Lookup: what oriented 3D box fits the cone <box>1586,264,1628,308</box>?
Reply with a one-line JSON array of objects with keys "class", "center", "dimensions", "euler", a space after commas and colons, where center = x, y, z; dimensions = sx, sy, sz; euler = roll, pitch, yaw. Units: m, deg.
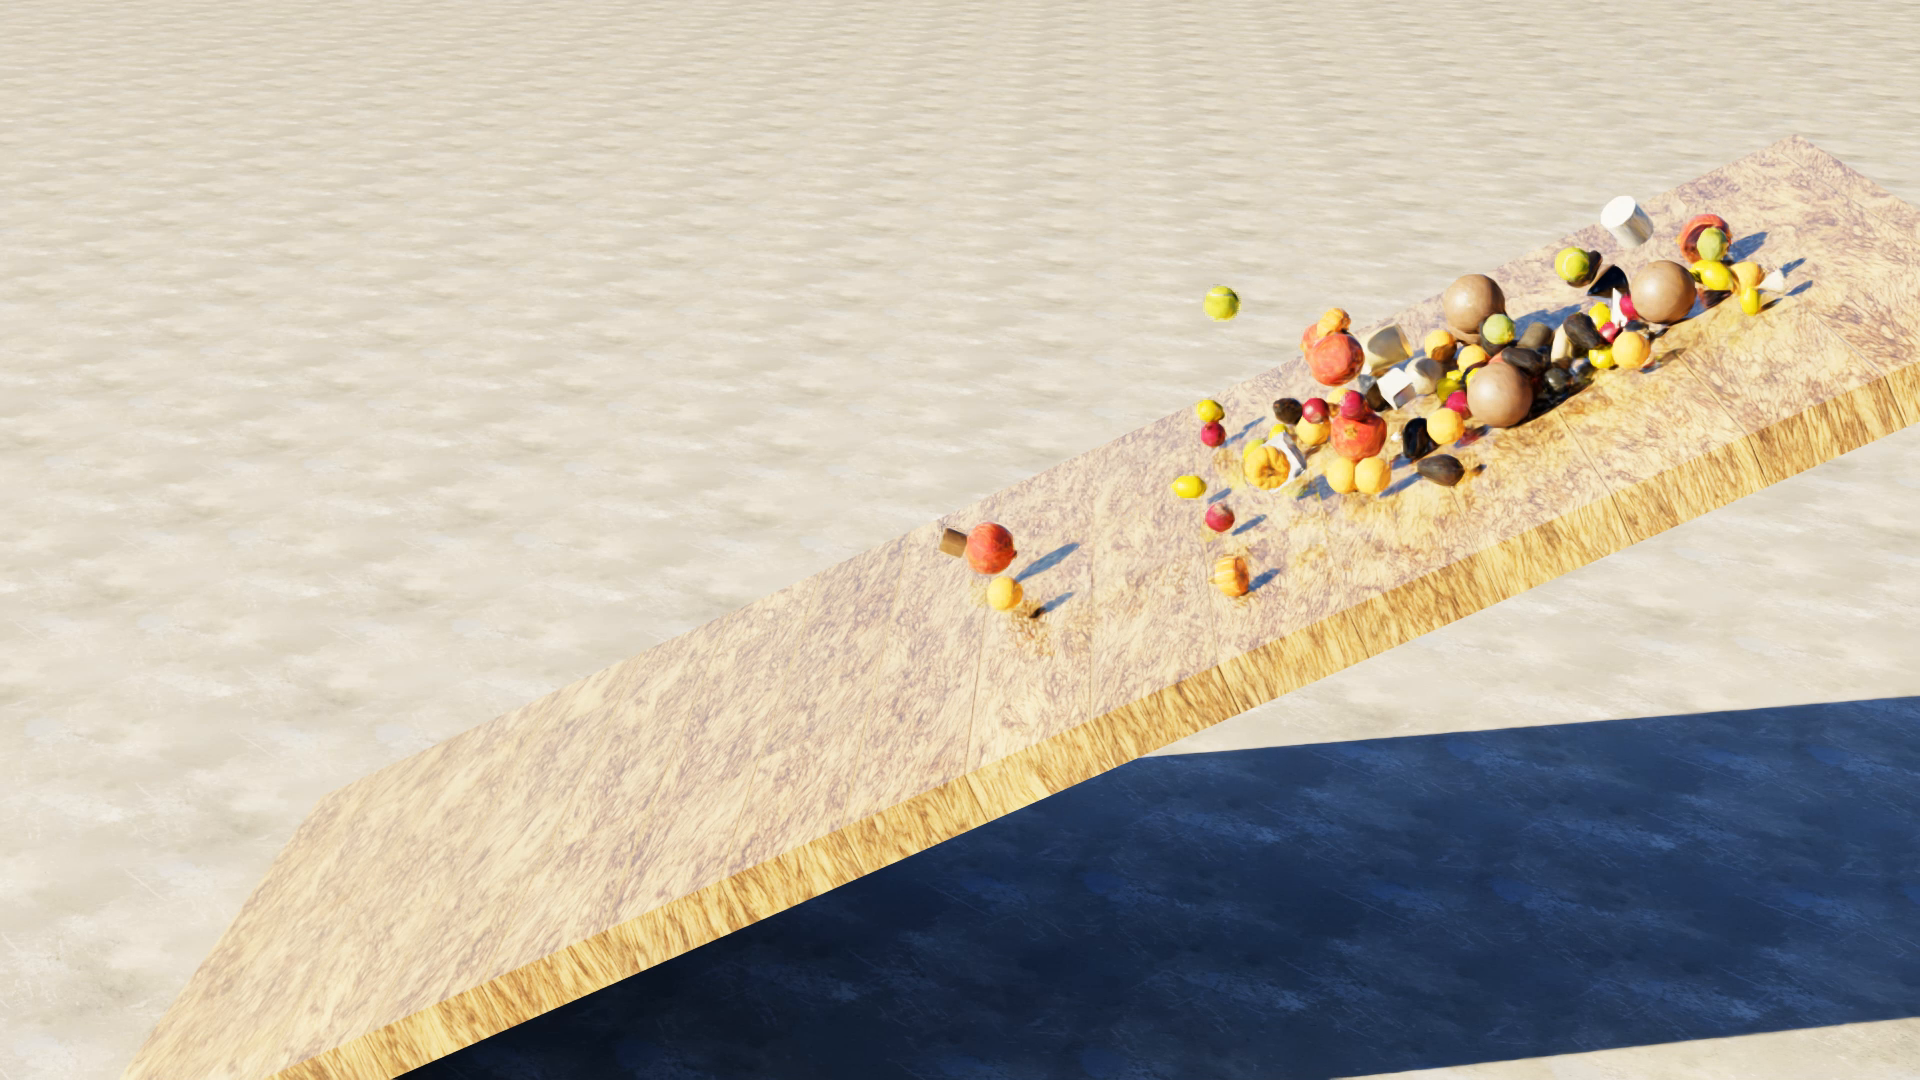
[{"class": "cone", "center": [1.341, -0.525, 6.188], "dimensions": [0.095, 0.095, 0.095], "euler": [14, 25, 40]}]

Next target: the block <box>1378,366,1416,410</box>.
[{"class": "block", "center": [0.882, -0.306, 5.936], "dimensions": [0.051, 0.051, 0.051], "euler": [-36, 53, -5]}]

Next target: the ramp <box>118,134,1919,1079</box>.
[{"class": "ramp", "center": [0.136, 0.169, 6.282], "dimensions": [4.000, 0.100, 2.000], "euler": [-24, 13, 9]}]

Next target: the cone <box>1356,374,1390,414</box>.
[{"class": "cone", "center": [0.875, -0.333, 6.301], "dimensions": [0.092, 0.092, 0.092], "euler": [-10, 38, -30]}]

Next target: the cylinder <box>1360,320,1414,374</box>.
[{"class": "cylinder", "center": [0.916, -0.415, 6.322], "dimensions": [0.084, 0.084, 0.084], "euler": [-27, 5, 23]}]

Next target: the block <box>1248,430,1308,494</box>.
[{"class": "block", "center": [0.645, -0.158, 5.961], "dimensions": [0.083, 0.083, 0.083], "euler": [-34, 8, 17]}]

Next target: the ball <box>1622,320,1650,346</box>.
[{"class": "ball", "center": [1.352, -0.415, 5.878], "dimensions": [0.054, 0.054, 0.054], "euler": [0, 16, 0]}]

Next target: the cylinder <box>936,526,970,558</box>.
[{"class": "cylinder", "center": [-0.016, 0.006, 6.684], "dimensions": [0.057, 0.057, 0.057], "euler": [21, 14, -7]}]

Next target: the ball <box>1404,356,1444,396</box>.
[{"class": "ball", "center": [0.987, -0.349, 6.259], "dimensions": [0.082, 0.082, 0.082], "euler": [0, 16, 0]}]

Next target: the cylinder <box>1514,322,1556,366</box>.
[{"class": "cylinder", "center": [1.187, -0.405, 6.069], "dimensions": [0.063, 0.063, 0.063], "euler": [14, 59, 40]}]

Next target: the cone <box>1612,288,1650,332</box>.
[{"class": "cone", "center": [1.361, -0.483, 6.049], "dimensions": [0.084, 0.084, 0.084], "euler": [-27, 11, 6]}]

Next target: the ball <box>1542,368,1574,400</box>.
[{"class": "ball", "center": [1.176, -0.308, 5.785], "dimensions": [0.062, 0.062, 0.062], "euler": [0, 16, 0]}]

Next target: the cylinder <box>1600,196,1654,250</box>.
[{"class": "cylinder", "center": [1.369, -0.652, 6.032], "dimensions": [0.078, 0.078, 0.078], "euler": [39, -9, -35]}]

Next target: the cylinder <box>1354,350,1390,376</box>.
[{"class": "cylinder", "center": [0.910, -0.383, 6.505], "dimensions": [0.062, 0.062, 0.062], "euler": [-7, 52, -22]}]
